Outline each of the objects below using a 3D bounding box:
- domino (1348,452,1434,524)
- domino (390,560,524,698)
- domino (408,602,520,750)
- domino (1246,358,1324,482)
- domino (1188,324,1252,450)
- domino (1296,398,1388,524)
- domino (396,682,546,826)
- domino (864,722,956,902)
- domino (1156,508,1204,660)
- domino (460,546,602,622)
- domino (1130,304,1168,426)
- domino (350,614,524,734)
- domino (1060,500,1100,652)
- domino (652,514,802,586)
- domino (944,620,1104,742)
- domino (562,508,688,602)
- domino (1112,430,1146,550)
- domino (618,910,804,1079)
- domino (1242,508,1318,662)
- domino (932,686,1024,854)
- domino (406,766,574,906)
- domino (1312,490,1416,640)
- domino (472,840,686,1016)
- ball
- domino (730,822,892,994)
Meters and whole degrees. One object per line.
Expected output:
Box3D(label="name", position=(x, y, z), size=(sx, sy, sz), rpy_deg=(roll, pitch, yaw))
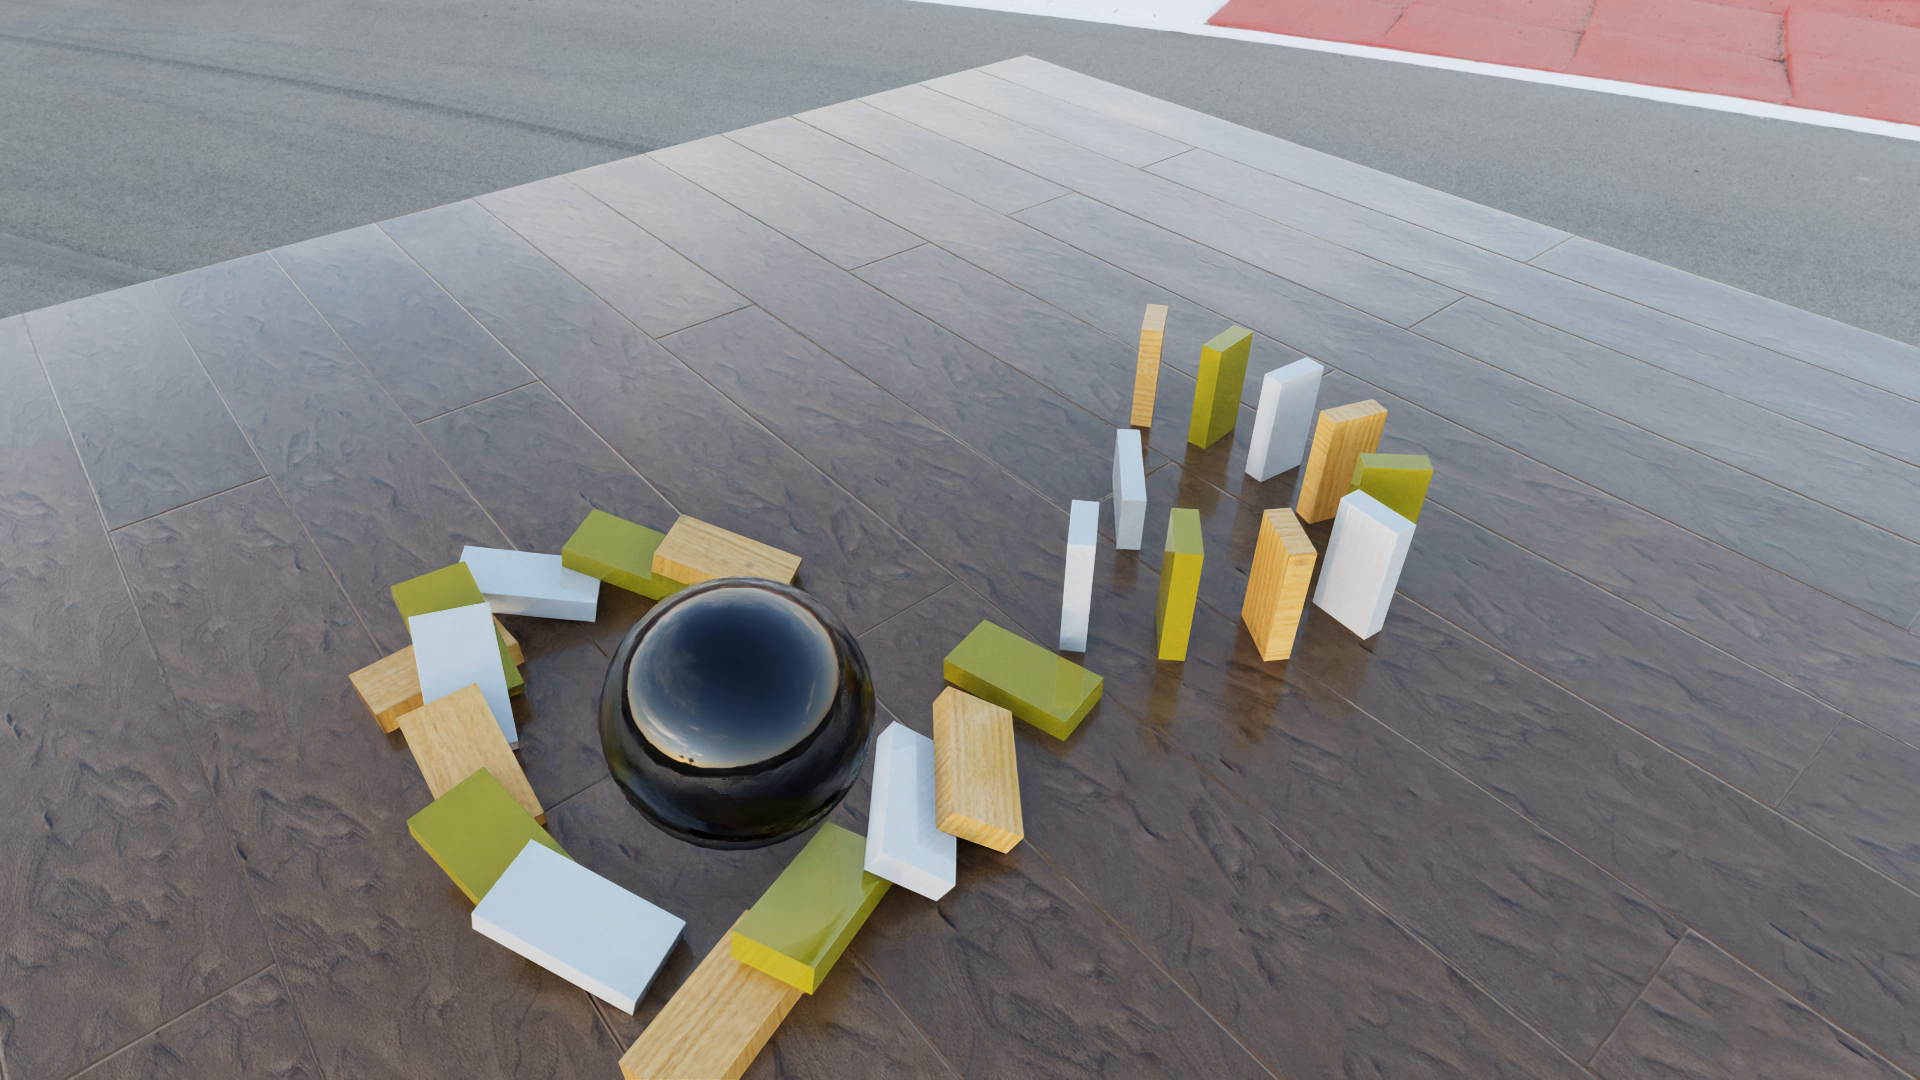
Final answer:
Box3D(label="domino", position=(0.162, -0.010, 0.423), size=(0.025, 0.050, 0.010), rpy_deg=(2, 39, 3))
Box3D(label="domino", position=(-0.174, 0.034, 0.380), size=(0.025, 0.009, 0.050), rpy_deg=(-23, 75, -30))
Box3D(label="domino", position=(-0.165, 0.047, 0.365), size=(0.025, 0.010, 0.050), rpy_deg=(-12, 70, -24))
Box3D(label="domino", position=(0.140, -0.051, 0.474), size=(0.025, 0.050, 0.009), rpy_deg=(-23, 44, -25))
Box3D(label="domino", position=(0.117, -0.069, 0.495), size=(0.010, 0.050, 0.025), rpy_deg=(31, 49, 32))
Box3D(label="domino", position=(0.156, -0.032, 0.450), size=(0.025, 0.050, 0.010), rpy_deg=(-14, 41, -16))
Box3D(label="domino", position=(-0.152, 0.072, 0.342), size=(0.025, 0.009, 0.050), rpy_deg=(-26, 67, -28))
Box3D(label="domino", position=(-0.014, 0.081, 0.333), size=(0.025, 0.009, 0.050), rpy_deg=(30, 32, -20))
Box3D(label="domino", position=(0.078, 0.016, 0.392), size=(0.009, 0.050, 0.025), rpy_deg=(3, 39, 4))
Box3D(label="domino", position=(-0.162, 0.016, 0.413), size=(0.050, 0.009, 0.025), rpy_deg=(7, 37, -16))
Box3D(label="domino", position=(0.088, -0.081, 0.510), size=(0.009, 0.050, 0.025), rpy_deg=(9, 40, 10))
Box3D(label="domino", position=(-0.184, 0.045, 0.388), size=(0.050, 0.009, 0.025), rpy_deg=(-31, 48, -32))
Box3D(label="domino", position=(0.043, 0.013, 0.395), size=(0.009, 0.050, 0.025), rpy_deg=(5, 40, 6))
Box3D(label="domino", position=(-0.089, 0.009, 0.421), size=(0.050, 0.010, 0.025), rpy_deg=(20, 41, 0))
Box3D(label="domino", position=(0.022, 0.048, 0.385), size=(0.050, 0.010, 0.025), rpy_deg=(24, 45, 27))
Box3D(label="domino", position=(-0.124, 0.007, 0.424), size=(0.050, 0.009, 0.025), rpy_deg=(20, 41, 0))
Box3D(label="domino", position=(0.070, -0.022, 0.458), size=(0.010, 0.025, 0.050), rpy_deg=(3, 39, 3))
Box3D(label="domino", position=(-0.062, 0.125, 0.291), size=(0.025, 0.010, 0.050), rpy_deg=(21, 44, 23))
Box3D(label="domino", position=(0.113, 0.016, 0.392), size=(0.009, 0.050, 0.025), rpy_deg=(-5, 40, -6))
Box3D(label="domino", position=(0.005, 0.072, 0.347), size=(0.025, 0.010, 0.050), rpy_deg=(25, 34, -21))
Box3D(label="domino", position=(-0.133, 0.092, 0.319), size=(0.050, 0.009, 0.025), rpy_deg=(39, 51, 15))
Box3D(label="domino", position=(0.146, 0.009, 0.400), size=(0.009, 0.050, 0.025), rpy_deg=(-23, 45, -26))
Box3D(label="domino", position=(-0.104, 0.106, 0.303), size=(0.050, 0.010, 0.025), rpy_deg=(26, 43, 4))
Box3D(label="ball", position=(-0.065, 0.051, 0.326), size=(0.080, 0.080, 0.080), rpy_deg=(0, 39, 0))
Box3D(label="domino", position=(-0.039, 0.102, 0.309), size=(0.025, 0.010, 0.050), rpy_deg=(18, 28, 18))
